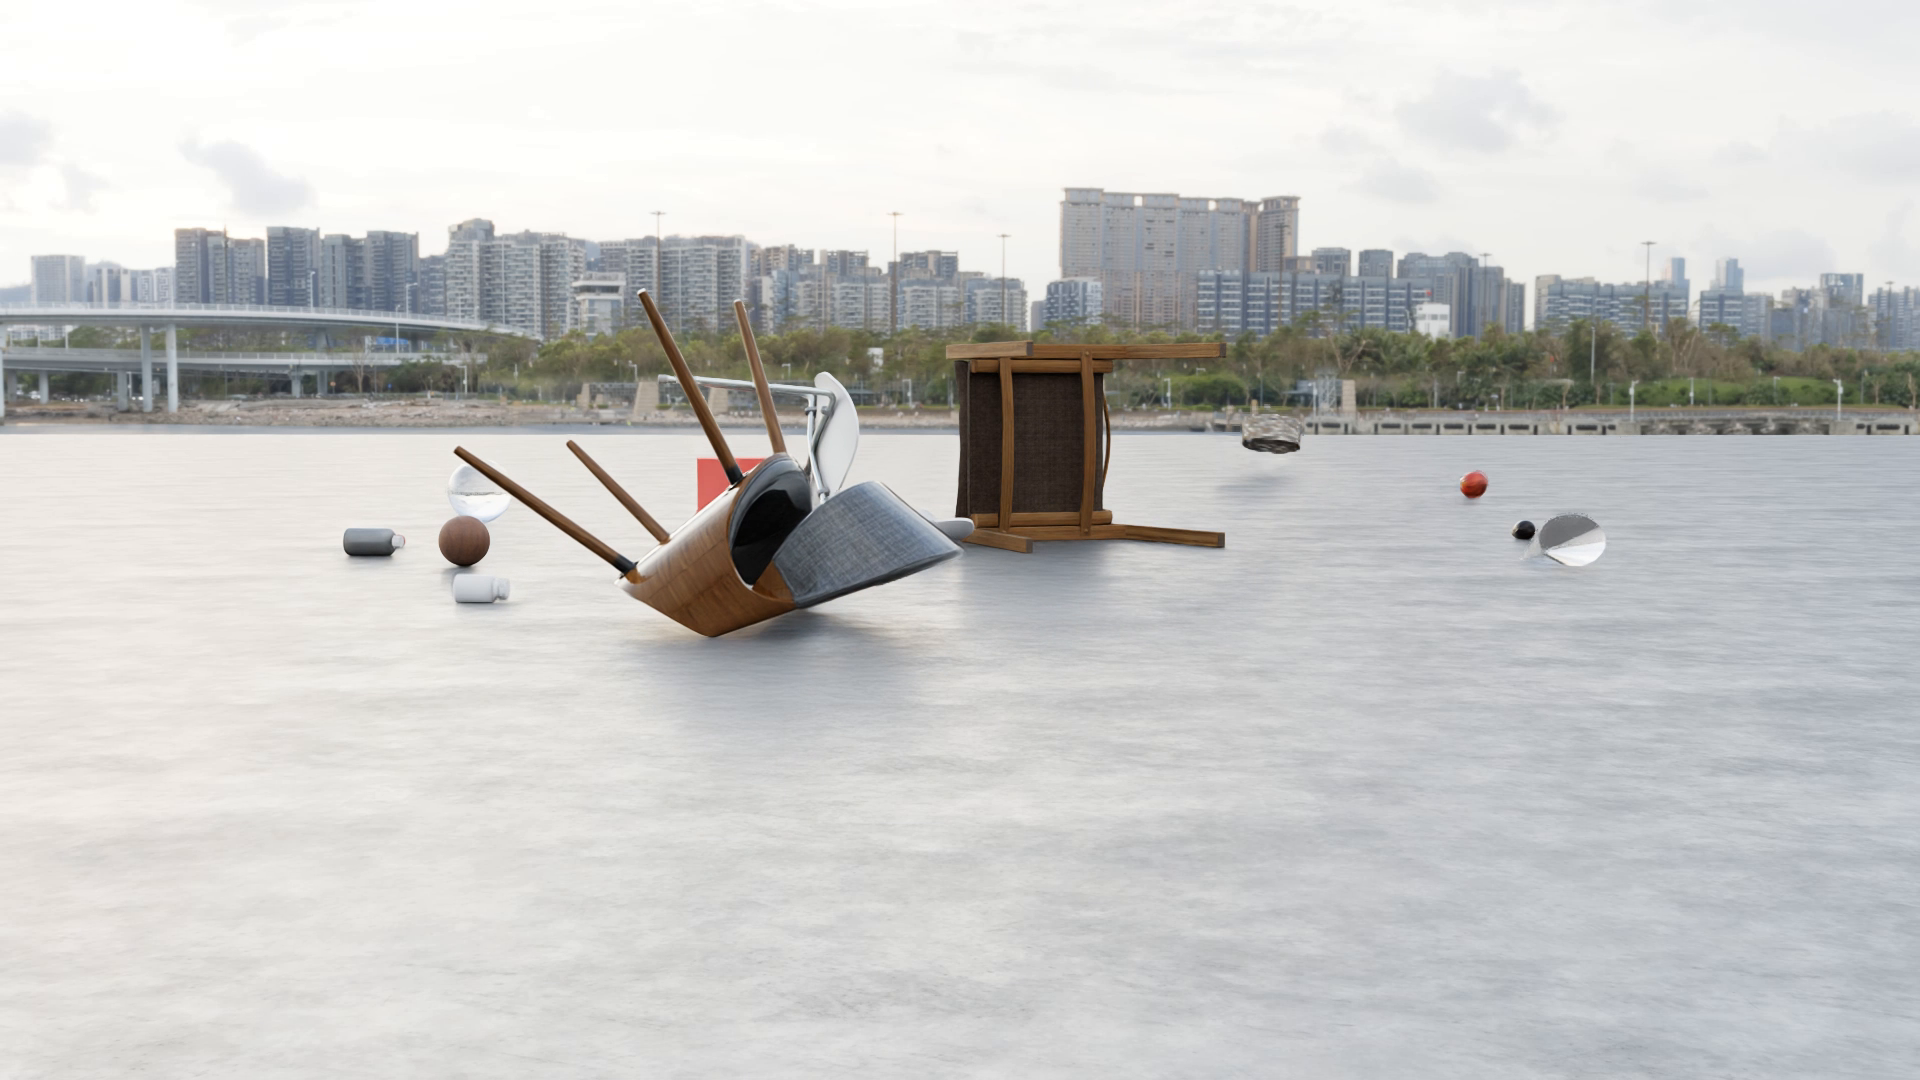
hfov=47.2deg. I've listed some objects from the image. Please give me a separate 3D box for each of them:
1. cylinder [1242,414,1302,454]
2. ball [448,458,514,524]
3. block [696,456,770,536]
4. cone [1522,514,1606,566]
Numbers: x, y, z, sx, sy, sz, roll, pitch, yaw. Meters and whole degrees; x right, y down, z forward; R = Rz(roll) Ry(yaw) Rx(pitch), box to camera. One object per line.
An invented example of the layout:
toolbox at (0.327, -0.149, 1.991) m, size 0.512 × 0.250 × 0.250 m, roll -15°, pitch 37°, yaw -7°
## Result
cylinder at (1.647, -0.561, 11.622) m, size 0.326 × 0.130 × 0.298 m, roll 14°, pitch -14°, yaw -40°
ball at (-1.606, -0.164, 7.365) m, size 0.215 × 0.215 × 0.215 m, roll 0°, pitch 4°, yaw 0°
block at (-0.707, -0.138, 6.848) m, size 0.220 × 0.235 × 0.212 m, roll -1°, pitch 4°, yaw -7°
cone at (1.516, 0.026, 5.689) m, size 0.212 × 0.135 × 0.214 m, roll -6°, pitch -12°, yaw -25°
